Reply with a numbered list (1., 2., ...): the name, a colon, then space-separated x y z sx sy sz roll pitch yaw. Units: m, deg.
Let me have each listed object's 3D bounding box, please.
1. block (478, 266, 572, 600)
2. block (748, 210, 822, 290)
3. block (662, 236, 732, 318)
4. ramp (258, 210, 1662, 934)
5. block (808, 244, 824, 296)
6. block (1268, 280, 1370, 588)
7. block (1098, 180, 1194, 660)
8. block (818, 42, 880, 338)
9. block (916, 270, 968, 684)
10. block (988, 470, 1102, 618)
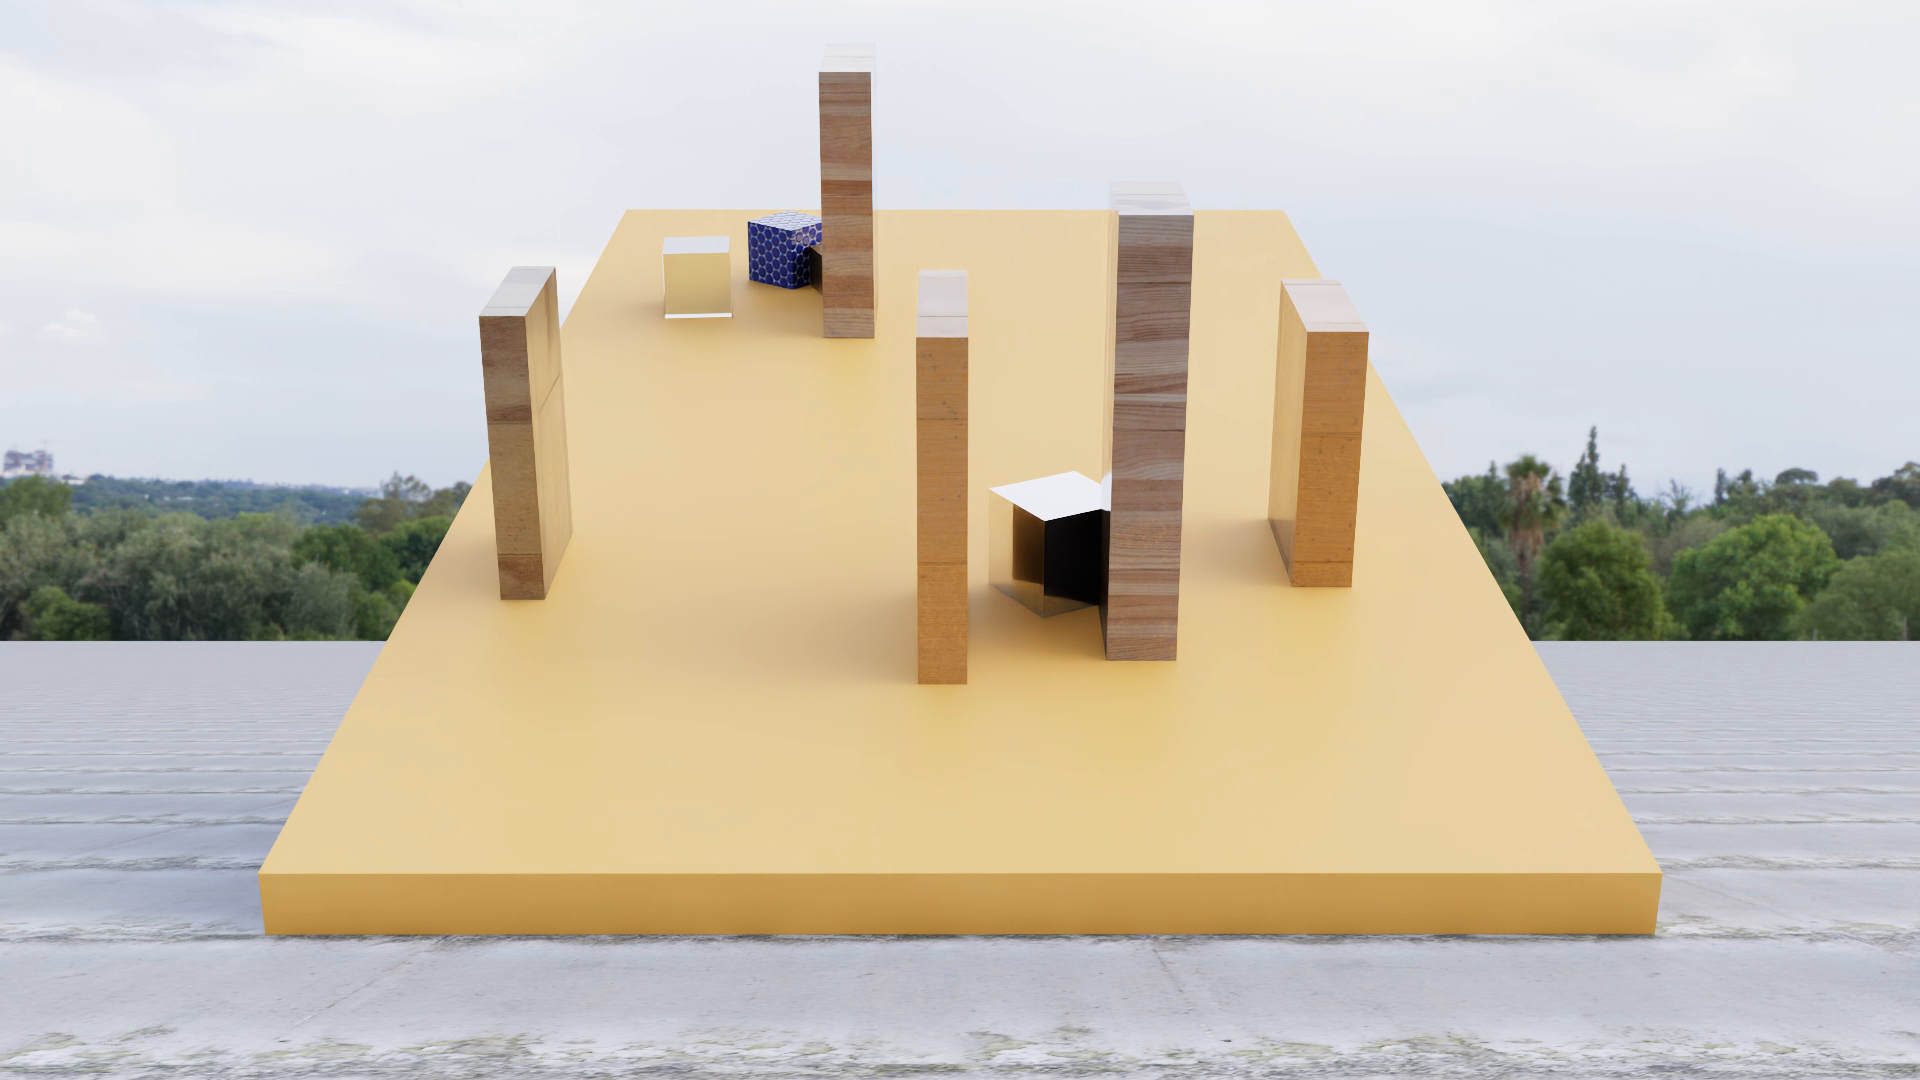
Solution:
1. block: -0.797 -0.202 4.233 0.080 0.536 0.335 0 22 0
2. block: -0.458 -0.786 6.206 0.162 0.162 0.162 17 27 36
3. block: -0.679 -0.681 5.932 0.169 0.169 0.169 -2 22 -4
4. ramp: -0.006 -0.219 5.139 2.000 0.100 4.000 0 22 0
5. block: -0.334 -0.726 6.127 0.109 0.109 0.109 -8 23 -19
6. block: 0.669 -0.206 4.311 0.110 0.491 0.351 0 22 0
7. block: 0.311 -0.199 3.902 0.120 0.780 0.240 0 22 0
8. block: -0.276 -0.885 5.780 0.125 0.662 0.407 0 22 0
9. block: -0.030 -0.115 3.924 0.083 0.605 0.409 0 22 0
10. block: 0.181 0.006 4.187 0.187 0.187 0.187 -12 25 -28
